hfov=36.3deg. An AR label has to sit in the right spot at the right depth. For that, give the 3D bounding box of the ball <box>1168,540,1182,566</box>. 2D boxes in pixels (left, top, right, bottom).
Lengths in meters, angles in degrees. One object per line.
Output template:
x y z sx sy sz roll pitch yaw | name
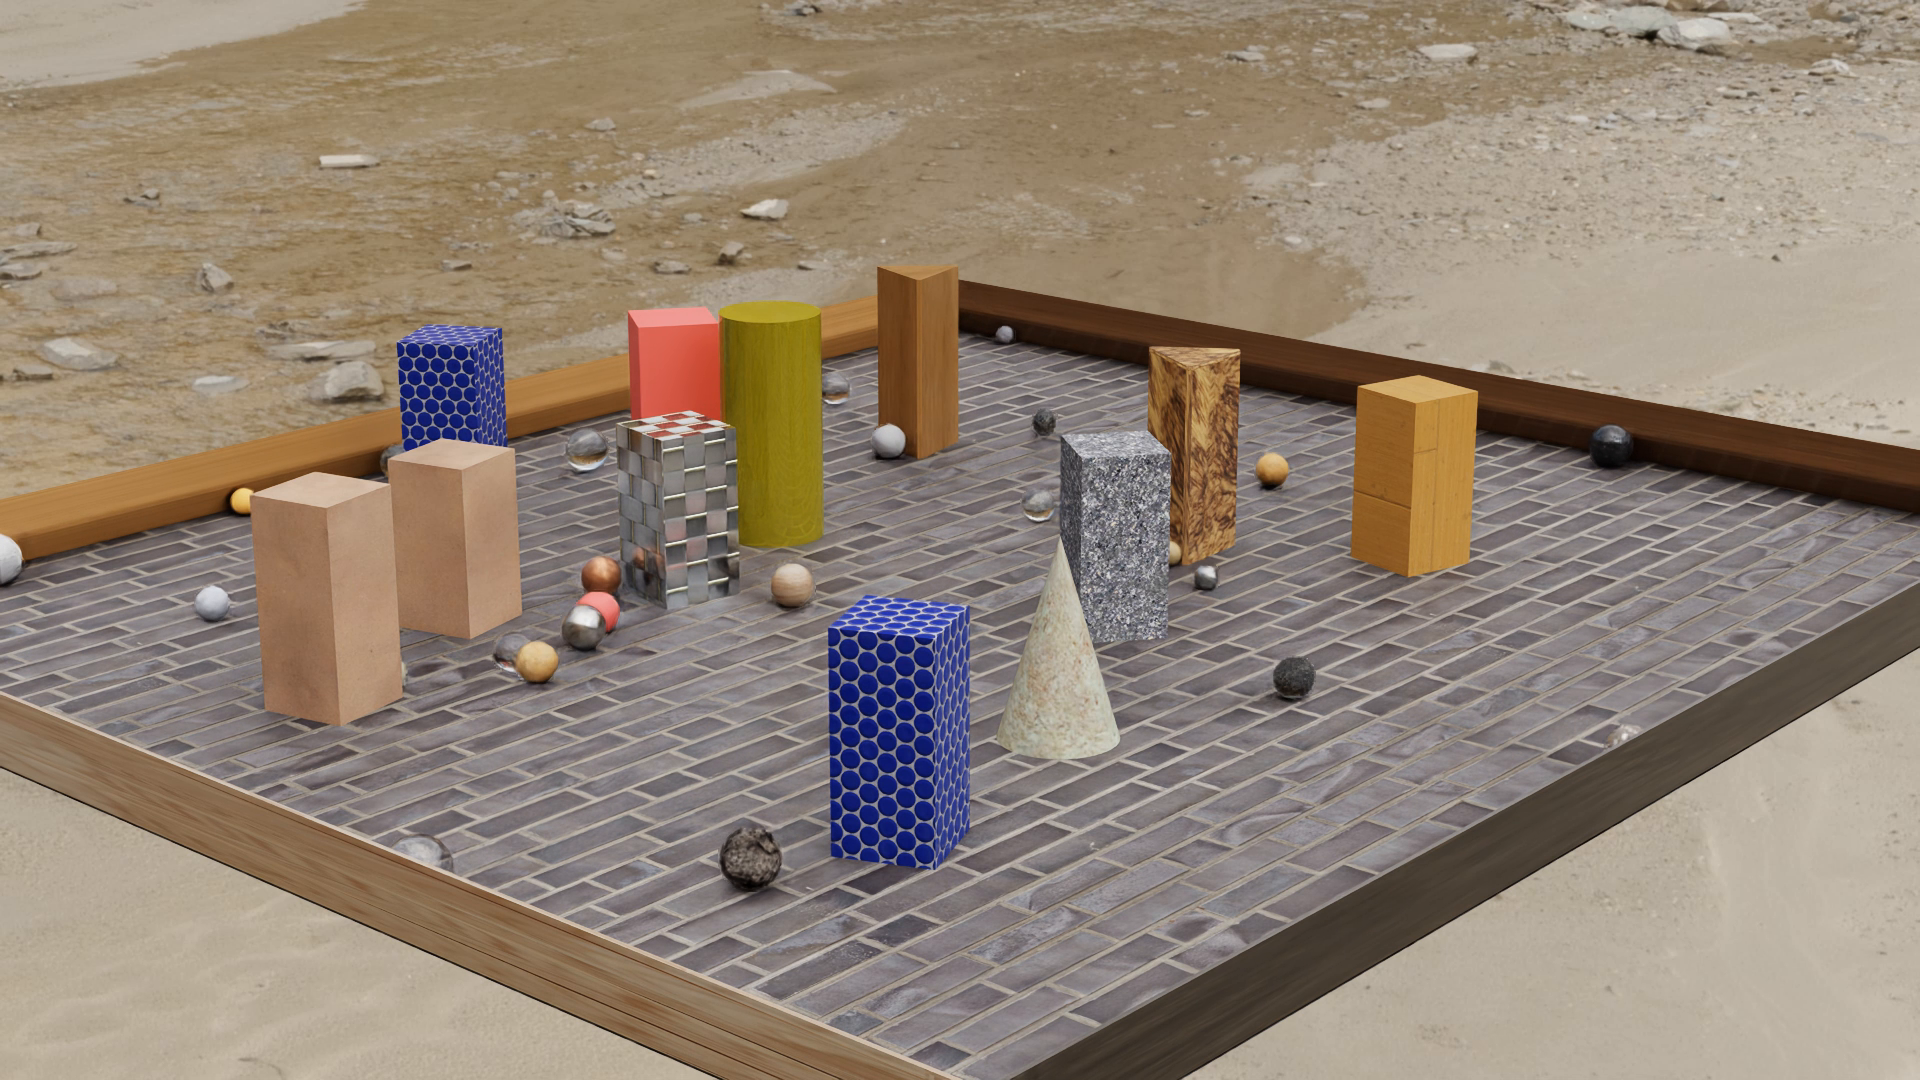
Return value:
0.377 0.024 5.279 0.045 0.045 0.045 0 17 0 | ball

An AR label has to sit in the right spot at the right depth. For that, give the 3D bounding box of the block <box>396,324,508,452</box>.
-0.956 -0.216 5.544 0.150 0.352 0.150 3 17 11 | block

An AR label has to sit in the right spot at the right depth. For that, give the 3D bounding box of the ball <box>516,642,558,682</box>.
-0.675 0.194 4.678 0.066 0.066 0.066 0 17 0 | ball

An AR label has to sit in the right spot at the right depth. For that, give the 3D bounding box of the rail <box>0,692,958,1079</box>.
-1.014 0.369 4.003 2.796 0.122 0.045 14 22 39 | rail

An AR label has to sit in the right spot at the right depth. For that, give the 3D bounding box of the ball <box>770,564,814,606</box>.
-0.288 0.077 5.051 0.075 0.075 0.075 0 17 0 | ball

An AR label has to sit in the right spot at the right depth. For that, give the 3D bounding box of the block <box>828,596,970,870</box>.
-0.081 0.261 4.004 0.150 0.329 0.150 5 18 17 | block

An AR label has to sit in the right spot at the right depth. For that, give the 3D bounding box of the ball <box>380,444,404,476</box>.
-1.119 -0.156 5.829 0.071 0.071 0.071 0 17 0 | ball

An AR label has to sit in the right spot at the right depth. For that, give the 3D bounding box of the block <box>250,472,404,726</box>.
-0.979 0.089 4.539 0.150 0.348 0.150 9 19 27 | block

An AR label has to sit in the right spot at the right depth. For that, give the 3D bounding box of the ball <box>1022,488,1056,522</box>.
0.149 -0.067 5.550 0.063 0.063 0.063 0 17 0 | ball

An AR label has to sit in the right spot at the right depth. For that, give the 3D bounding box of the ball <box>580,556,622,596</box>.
-0.624 0.064 5.099 0.072 0.072 0.072 0 17 0 | ball

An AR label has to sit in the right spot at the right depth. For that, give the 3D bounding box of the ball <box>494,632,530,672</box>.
-0.720 0.180 4.729 0.065 0.065 0.065 0 17 0 | ball

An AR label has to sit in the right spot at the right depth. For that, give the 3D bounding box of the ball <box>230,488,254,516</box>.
-1.366 -0.073 5.589 0.051 0.051 0.051 0 17 0 | ball

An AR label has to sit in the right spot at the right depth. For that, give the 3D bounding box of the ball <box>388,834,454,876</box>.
-0.711 0.432 3.845 0.094 0.094 0.094 0 17 0 | ball

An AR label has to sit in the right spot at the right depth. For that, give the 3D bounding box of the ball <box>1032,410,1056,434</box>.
0.177 -0.247 6.164 0.051 0.051 0.051 0 17 0 | ball

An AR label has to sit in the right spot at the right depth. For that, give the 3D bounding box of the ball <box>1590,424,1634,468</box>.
1.314 -0.190 5.914 0.087 0.087 0.087 0 17 0 | ball

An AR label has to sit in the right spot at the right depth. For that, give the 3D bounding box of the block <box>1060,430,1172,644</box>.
0.258 -0.006 4.904 0.150 0.319 0.150 -3 17 -11 | block

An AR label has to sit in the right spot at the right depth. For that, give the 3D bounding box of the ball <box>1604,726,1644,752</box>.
0.979 0.309 4.281 0.077 0.077 0.077 0 17 0 | ball

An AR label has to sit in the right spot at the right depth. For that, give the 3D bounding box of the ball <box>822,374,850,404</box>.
-0.274 -0.330 6.410 0.069 0.069 0.069 0 17 0 | ball

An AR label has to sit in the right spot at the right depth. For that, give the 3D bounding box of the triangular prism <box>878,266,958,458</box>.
-0.065 -0.374 6.030 0.141 0.372 0.163 -10 20 -30 | triangular prism

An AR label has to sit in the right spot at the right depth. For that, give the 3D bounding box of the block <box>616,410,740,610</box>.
-0.490 -0.054 5.095 0.150 0.300 0.150 -12 21 -35 | block

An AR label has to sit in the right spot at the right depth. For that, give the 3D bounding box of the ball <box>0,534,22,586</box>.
-1.699 0.035 5.161 0.093 0.093 0.093 0 17 0 | ball

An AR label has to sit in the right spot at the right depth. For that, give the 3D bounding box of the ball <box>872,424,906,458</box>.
-0.144 -0.201 5.981 0.069 0.069 0.069 0 17 0 | ball

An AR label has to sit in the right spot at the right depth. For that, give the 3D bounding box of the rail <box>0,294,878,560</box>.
-1.038 -0.230 5.983 0.045 0.122 3.141 14 22 39 | rail

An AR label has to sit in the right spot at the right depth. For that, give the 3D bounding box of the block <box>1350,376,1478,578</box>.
0.815 -0.117 5.271 0.150 0.319 0.150 -11 20 -33 | block

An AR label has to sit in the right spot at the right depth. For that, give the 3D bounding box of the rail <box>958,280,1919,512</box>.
1.014 -0.307 6.239 2.796 0.122 0.045 14 22 39 | rail

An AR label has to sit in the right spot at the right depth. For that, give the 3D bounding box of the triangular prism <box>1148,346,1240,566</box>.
0.400 -0.162 5.336 0.141 0.368 0.163 13 21 36 | triangular prism

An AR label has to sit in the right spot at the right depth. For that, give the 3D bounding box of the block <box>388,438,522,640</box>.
-0.850 -0.004 4.942 0.150 0.293 0.150 8 19 25 | block

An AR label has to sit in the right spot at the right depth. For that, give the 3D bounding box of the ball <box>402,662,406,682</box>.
-0.904 0.210 4.653 0.052 0.052 0.052 0 17 0 | ball

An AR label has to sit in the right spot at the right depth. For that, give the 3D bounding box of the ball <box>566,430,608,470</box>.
-0.751 -0.181 5.891 0.083 0.083 0.083 0 17 0 | ball

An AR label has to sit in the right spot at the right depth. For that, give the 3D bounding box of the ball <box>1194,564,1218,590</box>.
0.432 0.065 5.148 0.043 0.043 0.043 0 17 0 | ball

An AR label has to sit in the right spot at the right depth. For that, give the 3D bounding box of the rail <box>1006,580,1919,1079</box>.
1.038 0.291 4.258 0.045 0.122 3.141 14 22 39 | rail

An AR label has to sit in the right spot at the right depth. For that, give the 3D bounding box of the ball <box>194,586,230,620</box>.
-1.270 0.108 4.981 0.058 0.058 0.058 0 17 0 | ball

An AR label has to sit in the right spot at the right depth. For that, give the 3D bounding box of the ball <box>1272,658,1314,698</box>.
0.524 0.217 4.606 0.066 0.066 0.066 0 17 0 | ball

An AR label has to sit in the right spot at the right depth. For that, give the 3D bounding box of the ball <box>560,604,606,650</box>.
-0.621 0.143 4.834 0.075 0.075 0.075 0 17 0 | ball

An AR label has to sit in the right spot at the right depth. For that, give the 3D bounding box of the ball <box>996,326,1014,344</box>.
0.107 -0.488 6.972 0.044 0.044 0.044 0 17 0 | ball

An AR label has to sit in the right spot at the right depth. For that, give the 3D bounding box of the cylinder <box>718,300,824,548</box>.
-0.348 -0.215 5.419 0.188 0.422 0.188 0 17 0 | cylinder

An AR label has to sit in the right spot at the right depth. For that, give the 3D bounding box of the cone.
0.149 0.146 4.402 0.188 0.319 0.188 0 17 0 | cone

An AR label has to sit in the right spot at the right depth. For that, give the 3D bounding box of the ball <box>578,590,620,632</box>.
-0.607 0.121 4.910 0.073 0.073 0.073 0 17 0 | ball

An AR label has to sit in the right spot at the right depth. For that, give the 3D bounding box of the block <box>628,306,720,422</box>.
-0.543 -0.243 5.595 0.150 0.373 0.150 -4 17 -13 | block

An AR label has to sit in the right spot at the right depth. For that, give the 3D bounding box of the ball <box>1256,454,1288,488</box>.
0.615 -0.137 5.776 0.066 0.066 0.066 0 17 0 | ball

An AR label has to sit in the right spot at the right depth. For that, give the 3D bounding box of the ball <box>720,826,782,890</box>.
-0.278 0.423 3.896 0.083 0.083 0.083 0 17 0 | ball
